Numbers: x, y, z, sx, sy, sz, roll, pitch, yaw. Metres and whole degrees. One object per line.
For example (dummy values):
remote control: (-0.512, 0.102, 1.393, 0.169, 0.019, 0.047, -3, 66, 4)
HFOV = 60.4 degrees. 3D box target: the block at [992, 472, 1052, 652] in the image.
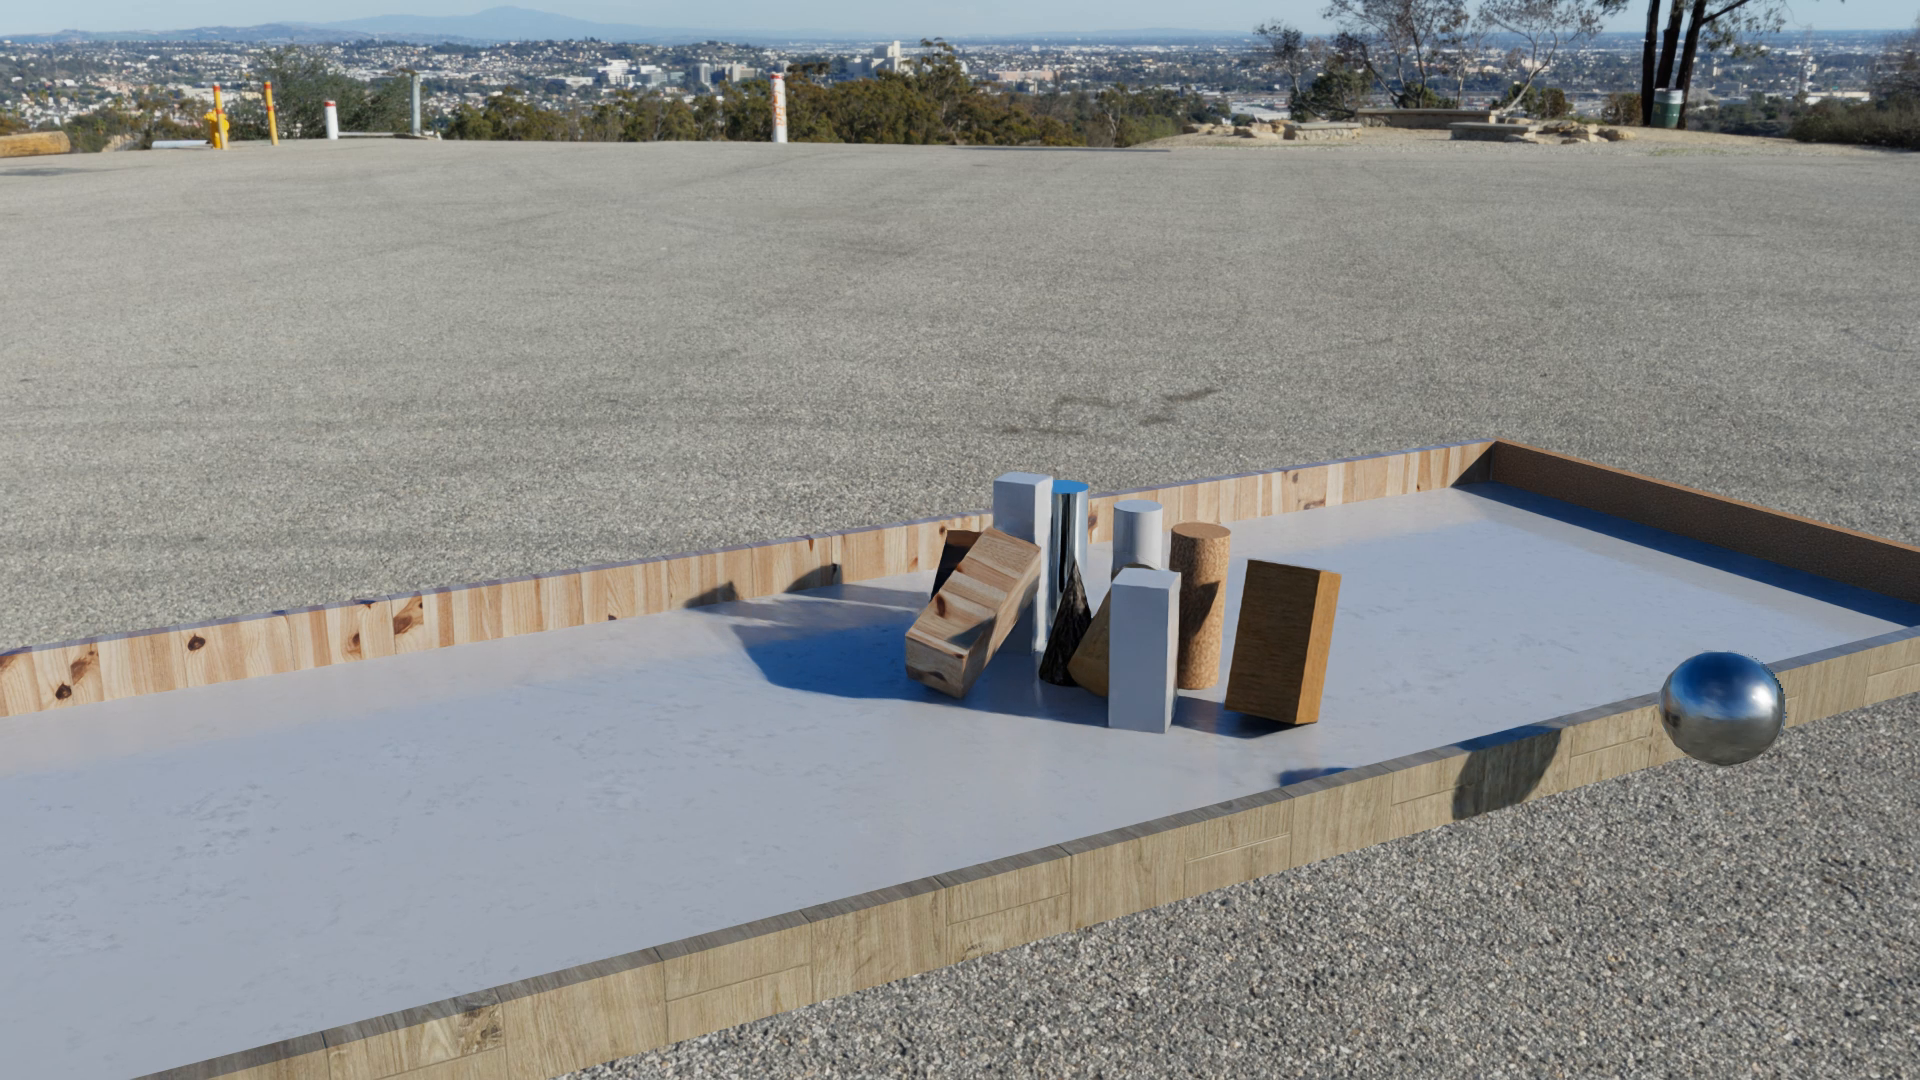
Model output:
block: (0.162, 0.058, 4.350, 0.117, 0.453, 0.117, 7, 16, 24)

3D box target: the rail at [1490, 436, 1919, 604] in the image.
rail: (2.466, -0.048, 5.253, 0.050, 0.150, 2.100, -9, 18, -27)

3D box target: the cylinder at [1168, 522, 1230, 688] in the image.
cylinder: (0.585, 0.162, 4.103, 0.144, 0.389, 0.144, 2, 16, -1)

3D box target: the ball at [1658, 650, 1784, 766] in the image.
ball: (1.496, 0.331, 3.243, 0.224, 0.224, 0.224, 0, 16, 0)

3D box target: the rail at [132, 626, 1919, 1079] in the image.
rail: (-2.336, 1.006, 1.665, 12.000, 0.150, 0.050, -9, 18, -27)

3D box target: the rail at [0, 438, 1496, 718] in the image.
rail: (-3.305, 0.497, 3.399, 12.000, 0.150, 0.050, -9, 18, -27)

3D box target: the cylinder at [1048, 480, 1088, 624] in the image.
cylinder: (0.280, 0.034, 4.570, 0.146, 0.376, 0.146, 0, 16, 0)

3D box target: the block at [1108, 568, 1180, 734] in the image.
block: (0.430, 0.257, 3.851, 0.135, 0.354, 0.135, 5, 17, 18)

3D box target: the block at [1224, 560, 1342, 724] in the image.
block: (0.756, 0.237, 3.857, 0.173, 0.353, 0.173, 9, 0, 29)

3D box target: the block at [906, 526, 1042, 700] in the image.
block: (0.037, 0.178, 4.120, 0.156, 0.156, 0.423, 22, 49, 19)

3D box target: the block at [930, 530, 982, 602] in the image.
block: (-0.001, 0.148, 4.393, 0.120, 0.120, 0.419, 3, 37, 9)

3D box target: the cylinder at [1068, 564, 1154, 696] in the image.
cylinder: (0.399, 0.221, 4.096, 0.144, 0.144, 0.322, 9, 49, 29)

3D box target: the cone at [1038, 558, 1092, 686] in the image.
cone: (0.287, 0.191, 4.149, 0.175, 0.313, 0.175, 0, 16, 0)

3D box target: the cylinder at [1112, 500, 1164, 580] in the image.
cylinder: (0.464, 0.095, 4.350, 0.129, 0.384, 0.129, 0, 16, 0)
